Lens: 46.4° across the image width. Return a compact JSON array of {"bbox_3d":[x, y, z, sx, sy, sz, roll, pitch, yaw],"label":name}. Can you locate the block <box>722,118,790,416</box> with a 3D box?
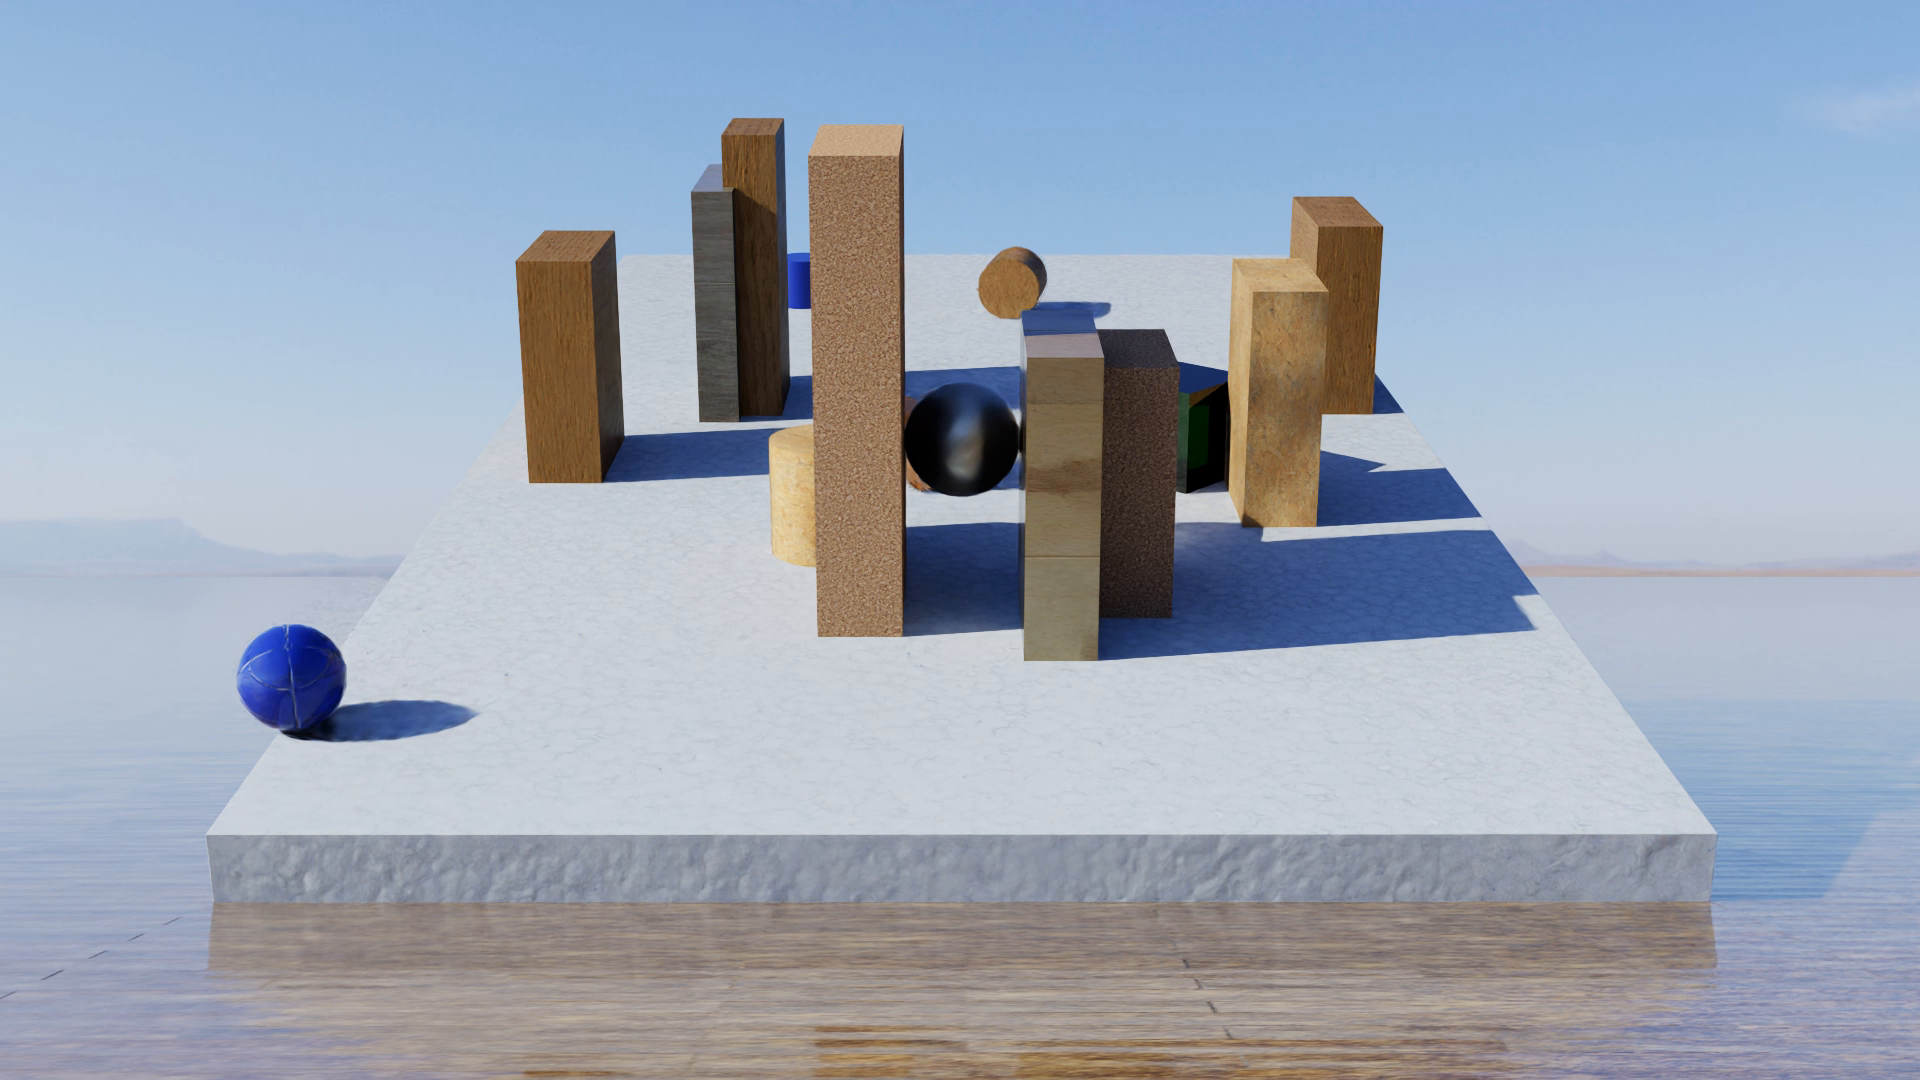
[{"bbox_3d":[-0.454,-0.614,5.014,0.115,0.620,0.274,0,18,0],"label":"block"}]

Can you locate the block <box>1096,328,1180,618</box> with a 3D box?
[{"bbox_3d":[0.281,-0.118,3.814,0.146,0.430,0.278,0,18,0],"label":"block"}]

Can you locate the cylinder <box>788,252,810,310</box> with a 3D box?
[{"bbox_3d":[-0.425,-0.702,6.068,0.129,0.129,0.129,0,18,0],"label":"cylinder"}]

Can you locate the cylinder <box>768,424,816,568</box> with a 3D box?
[{"bbox_3d":[-0.239,-0.083,4.059,0.209,0.209,0.209,0,18,0],"label":"cylinder"}]

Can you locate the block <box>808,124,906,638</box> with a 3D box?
[{"bbox_3d":[-0.164,-0.268,3.704,0.139,0.784,0.350,0,18,0],"label":"block"}]

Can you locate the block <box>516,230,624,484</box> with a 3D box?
[{"bbox_3d":[-0.790,-0.379,4.572,0.146,0.450,0.331,0,18,0],"label":"block"}]

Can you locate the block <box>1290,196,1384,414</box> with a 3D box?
[{"bbox_3d":[0.848,-0.541,5.117,0.141,0.422,0.392,0,18,0],"label":"block"}]

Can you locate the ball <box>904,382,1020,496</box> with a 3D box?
[{"bbox_3d":[0.004,-0.172,3.816,0.197,0.197,0.197,0,-1,0],"label":"ball"}]

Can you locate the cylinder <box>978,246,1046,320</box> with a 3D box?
[{"bbox_3d":[0.140,-0.684,5.964,0.162,0.162,0.162,0,18,11],"label":"cylinder"}]

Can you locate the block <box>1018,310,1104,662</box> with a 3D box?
[{"bbox_3d":[0.160,-0.096,3.644,0.117,0.495,0.340,0,18,0],"label":"block"}]

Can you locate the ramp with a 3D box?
[{"bbox_3d":[-0.004,-0.189,4.877,2.000,0.100,4.000,0,18,0],"label":"ramp"}]

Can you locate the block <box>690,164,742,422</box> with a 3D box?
[{"bbox_3d":[-0.530,-0.560,5.029,0.087,0.509,0.387,0,18,0],"label":"block"}]

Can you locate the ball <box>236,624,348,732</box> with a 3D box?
[{"bbox_3d":[-0.978,0.201,3.279,0.157,0.157,0.157,0,-1,0],"label":"ball"}]

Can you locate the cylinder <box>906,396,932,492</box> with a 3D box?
[{"bbox_3d":[-0.088,-0.193,4.479,0.157,0.157,0.157,0,16,-29],"label":"cylinder"}]

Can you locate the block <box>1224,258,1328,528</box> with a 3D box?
[{"bbox_3d":[0.602,-0.287,4.296,0.138,0.451,0.310,0,18,0],"label":"block"}]

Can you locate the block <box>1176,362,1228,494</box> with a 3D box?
[{"bbox_3d":[0.437,-0.232,4.525,0.204,0.204,0.204,15,24,39],"label":"block"}]
